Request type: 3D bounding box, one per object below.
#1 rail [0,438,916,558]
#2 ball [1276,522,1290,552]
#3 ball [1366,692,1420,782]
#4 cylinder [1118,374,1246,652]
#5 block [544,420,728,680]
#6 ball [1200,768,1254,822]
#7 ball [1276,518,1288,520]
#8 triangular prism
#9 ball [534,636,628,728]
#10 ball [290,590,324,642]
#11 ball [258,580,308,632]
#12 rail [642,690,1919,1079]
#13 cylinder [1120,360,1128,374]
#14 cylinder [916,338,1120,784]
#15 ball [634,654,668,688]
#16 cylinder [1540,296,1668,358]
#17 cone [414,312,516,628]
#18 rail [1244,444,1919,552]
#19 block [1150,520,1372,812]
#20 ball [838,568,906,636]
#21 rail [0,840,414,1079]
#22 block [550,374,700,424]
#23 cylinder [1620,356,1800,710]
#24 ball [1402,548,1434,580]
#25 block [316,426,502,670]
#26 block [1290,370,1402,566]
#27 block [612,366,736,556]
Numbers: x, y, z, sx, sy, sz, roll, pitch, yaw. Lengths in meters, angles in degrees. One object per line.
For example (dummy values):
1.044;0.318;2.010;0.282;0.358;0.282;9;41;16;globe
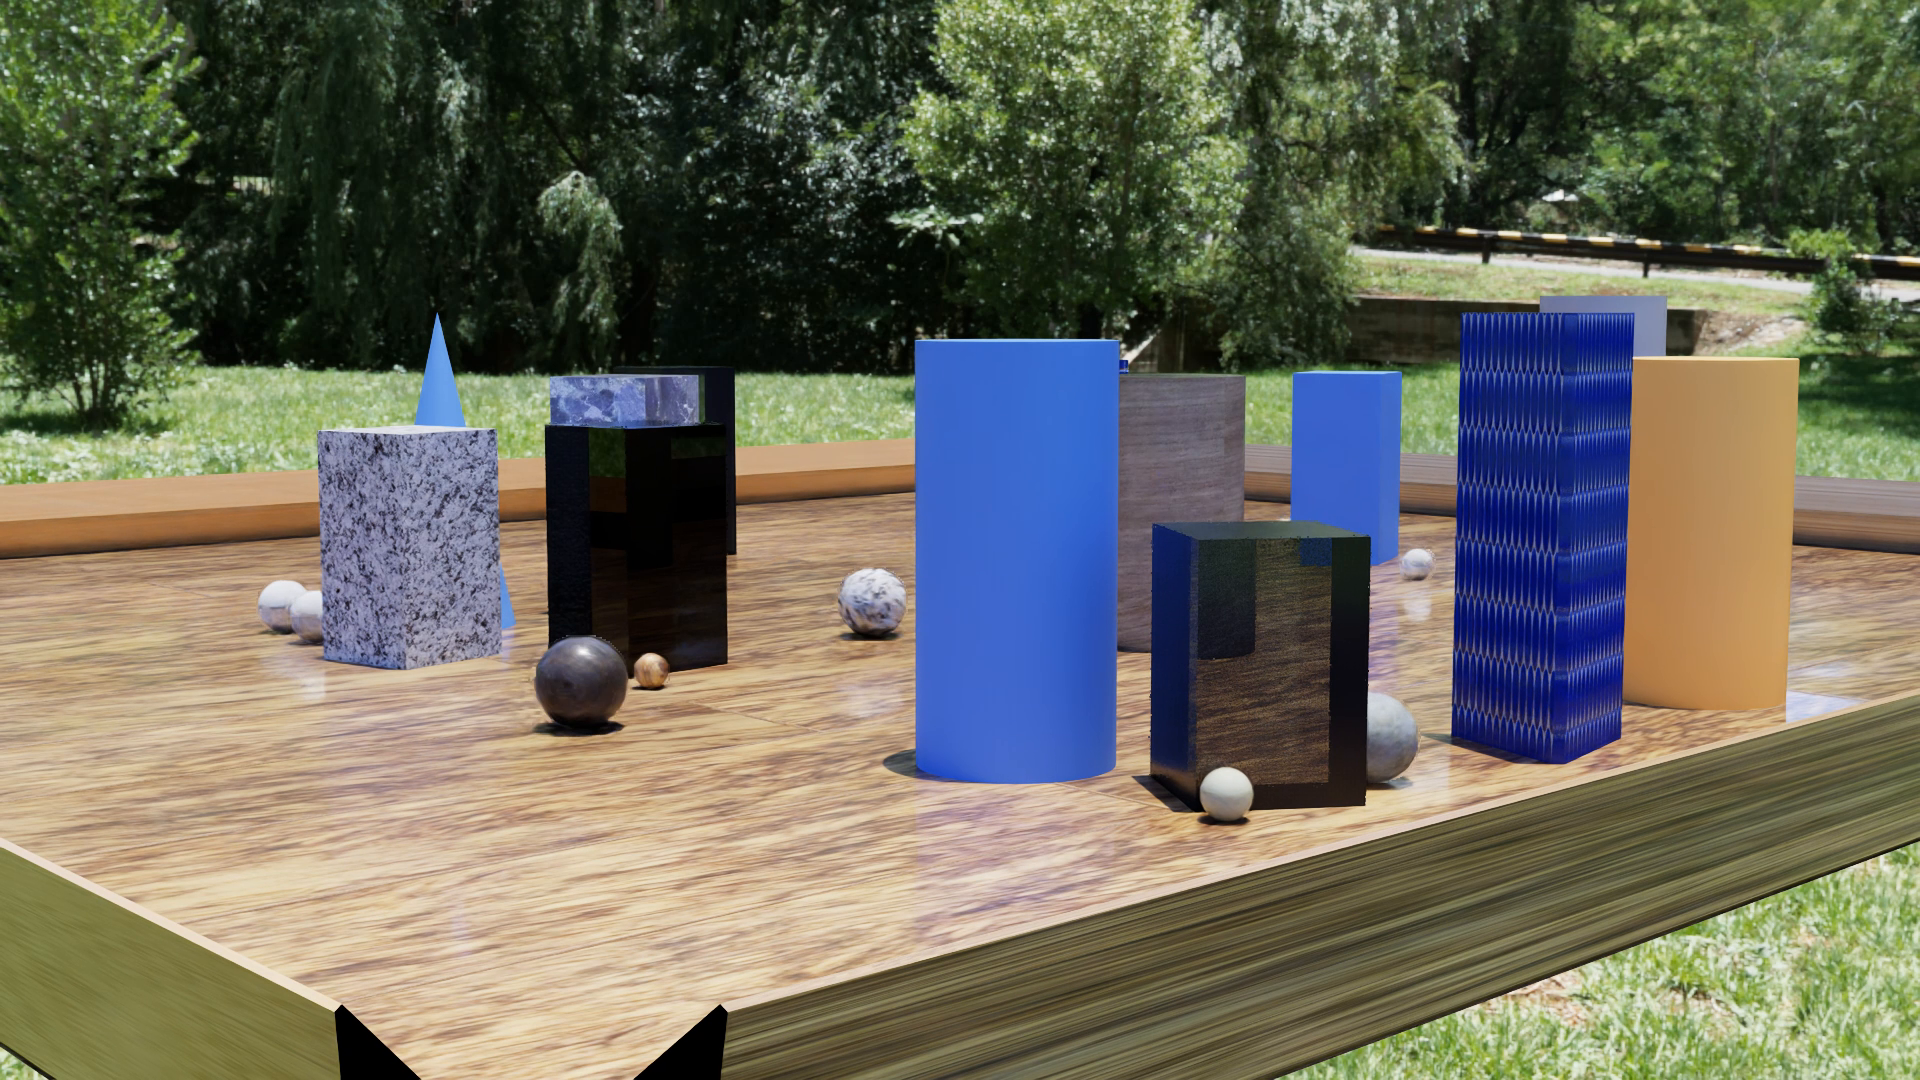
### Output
-1.101;-0.090;4.518;3.589;0.129;0.045;-5;8;-42;rail
0.612;-0.006;4.082;0.054;0.054;0.054;0;6;0;ball
0.391;0.187;2.081;0.085;0.085;0.085;0;6;0;ball
0.280;-0.041;2.945;0.198;0.359;0.198;0;6;0;cylinder
-0.406;0.006;2.760;0.159;0.303;0.159;5;8;42;block
0.233;0.223;1.925;0.047;0.047;0.047;0;6;0;ball
0.606;-0.013;4.137;0.057;0.057;0.057;0;6;0;ball
0.579;-0.011;2.254;0.149;0.442;0.172;4;7;36;triangular prism
-0.404;0.152;2.349;0.099;0.099;0.099;0;6;0;ball
-0.867;0.103;2.962;0.069;0.069;0.069;0;6;0;ball
-0.938;0.092;3.056;0.073;0.073;0.073;0;6;0;ball
1.101;0.157;2.145;3.589;0.129;0.045;-5;8;-42;rail
0.236;-0.186;4.393;0.198;0.347;0.198;0;6;0;cylinder
0.055;0.013;2.152;0.198;0.416;0.198;0;6;0;cylinder
-0.365;0.155;2.601;0.042;0.042;0.042;0;6;0;ball
1.040;-0.162;3.580;0.198;0.468;0.198;0;6;0;cylinder
-0.732;-0.100;3.103;0.198;0.443;0.198;0;6;0;cone
1.301;-0.091;4.526;0.045;0.129;3.293;-5;8;-42;rail
0.274;0.112;2.035;0.159;0.244;0.159;-1;6;-10;block
-0.120;0.085;3.011;0.094;0.094;0.094;0;6;0;ball
-1.301;0.158;2.137;0.045;0.129;3.293;-5;8;-42;rail
-0.494;-0.069;3.265;0.159;0.348;0.159;2;6;22;block
0.855;-0.014;2.537;0.198;0.390;0.198;0;6;0;cylinder
0.756;0.041;3.635;0.053;0.053;0.053;0;6;0;ball
-0.706;0.005;2.827;0.159;0.293;0.159;4;7;35;block
0.693;-0.133;3.946;0.159;0.335;0.159;3;7;24;block
-0.521;-0.144;4.018;0.159;0.343;0.159;-5;8;-41;block
